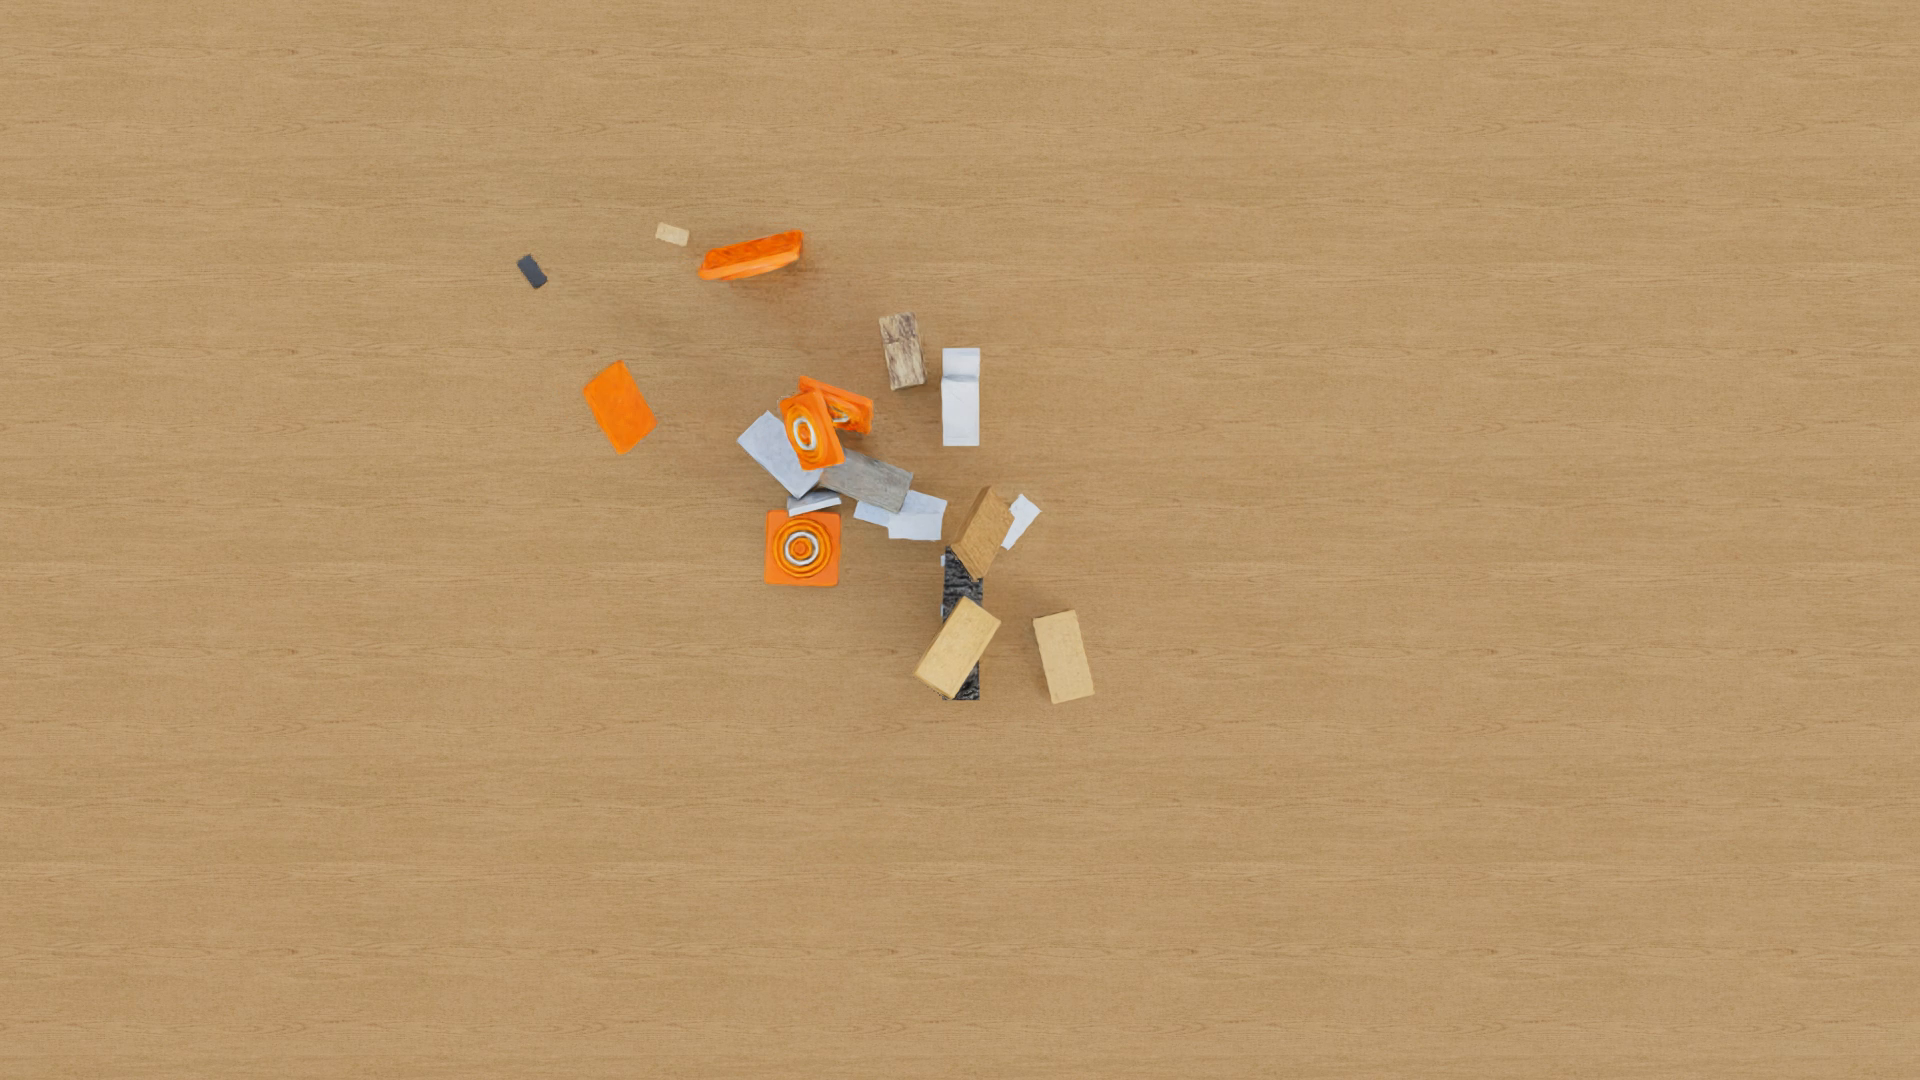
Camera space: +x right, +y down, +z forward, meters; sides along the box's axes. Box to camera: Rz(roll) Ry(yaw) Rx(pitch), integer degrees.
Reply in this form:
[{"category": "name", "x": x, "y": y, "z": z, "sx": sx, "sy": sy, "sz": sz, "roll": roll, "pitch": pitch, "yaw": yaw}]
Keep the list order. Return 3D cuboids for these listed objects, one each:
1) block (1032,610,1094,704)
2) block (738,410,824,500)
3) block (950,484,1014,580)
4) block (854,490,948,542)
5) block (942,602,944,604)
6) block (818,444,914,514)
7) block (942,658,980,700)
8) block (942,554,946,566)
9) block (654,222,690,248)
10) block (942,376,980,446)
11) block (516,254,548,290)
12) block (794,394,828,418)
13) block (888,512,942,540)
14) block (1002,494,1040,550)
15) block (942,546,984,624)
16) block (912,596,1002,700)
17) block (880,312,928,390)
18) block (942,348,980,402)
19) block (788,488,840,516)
[{"category": "block", "x": 0.344, "y": 0.387, "z": 5.480, "sx": 0.144, "sy": 0.041, "sz": 0.289, "roll": -14, "pitch": 90, "yaw": 0}, {"category": "block", "x": -0.584, "y": -0.282, "z": 5.457, "sx": 0.283, "sy": 0.040, "sz": 0.141, "roll": 43, "pitch": 70, "yaw": 0}, {"category": "block", "x": 0.073, "y": -0.027, "z": 5.196, "sx": 0.041, "sy": 0.289, "sz": 0.144, "roll": -15, "pitch": 122, "yaw": 37}, {"category": "block", "x": -0.197, "y": -0.103, "z": 5.480, "sx": 0.283, "sy": 0.040, "sz": 0.141, "roll": 17, "pitch": 90, "yaw": 0}, {"category": "block", "x": 0.002, "y": 0.226, "z": 5.377, "sx": 0.123, "sy": 0.246, "sz": 0.035, "roll": 1, "pitch": 90, "yaw": 0}, {"category": "block", "x": -0.309, "y": -0.200, "z": 5.436, "sx": 0.283, "sy": 0.040, "sz": 0.141, "roll": 21, "pitch": 75, "yaw": 2}, {"category": "block", "x": 0.003, "y": 0.391, "z": 5.247, "sx": 0.118, "sy": 0.033, "sz": 0.236, "roll": 0, "pitch": 90, "yaw": 0}, {"category": "block", "x": 0.002, "y": 0.065, "z": 5.377, "sx": 0.123, "sy": 0.246, "sz": 0.035, "roll": -2, "pitch": 90, "yaw": 0}, {"category": "block", "x": -0.958, "y": -1.016, "z": 5.492, "sx": 0.106, "sy": 0.015, "sz": 0.053, "roll": 17, "pitch": 90, "yaw": 0}, {"category": "block", "x": 0.002, "y": -0.422, "z": 5.420, "sx": 0.119, "sy": 0.034, "sz": 0.239, "roll": -1, "pitch": 123, "yaw": 0}, {"category": "block", "x": -1.424, "y": -0.893, "z": 5.492, "sx": 0.053, "sy": 0.015, "sz": 0.106, "roll": -35, "pitch": 90, "yaw": 0}, {"category": "block", "x": -0.496, "y": -0.448, "z": 5.491, "sx": 0.106, "sy": 0.015, "sz": 0.053, "roll": 16, "pitch": 89, "yaw": -2}, {"category": "block", "x": -0.148, "y": -0.045, "z": 5.448, "sx": 0.173, "sy": 0.024, "sz": 0.086, "roll": 2, "pitch": 90, "yaw": 0}, {"category": "block", "x": 0.182, "y": -0.059, "z": 5.488, "sx": 0.086, "sy": 0.024, "sz": 0.173, "roll": 39, "pitch": 90, "yaw": 0}, {"category": "block", "x": 0.010, "y": 0.144, "z": 5.237, "sx": 0.123, "sy": 0.035, "sz": 0.246, "roll": 3, "pitch": 90, "yaw": 0}, {"category": "block", "x": -0.008, "y": 0.336, "z": 5.157, "sx": 0.144, "sy": 0.041, "sz": 0.289, "roll": 35, "pitch": 73, "yaw": -8}, {"category": "block", "x": -0.186, "y": -0.626, "z": 5.464, "sx": 0.119, "sy": 0.034, "sz": 0.239, "roll": -10, "pitch": 90, "yaw": 19}, {"category": "block", "x": 0.004, "y": -0.537, "z": 5.391, "sx": 0.119, "sy": 0.239, "sz": 0.034, "roll": -1, "pitch": 57, "yaw": 0}, {"category": "block", "x": -0.484, "y": -0.131, "z": 5.457, "sx": 0.173, "sy": 0.086, "sz": 0.024, "roll": -14, "pitch": 121, "yaw": 0}]
